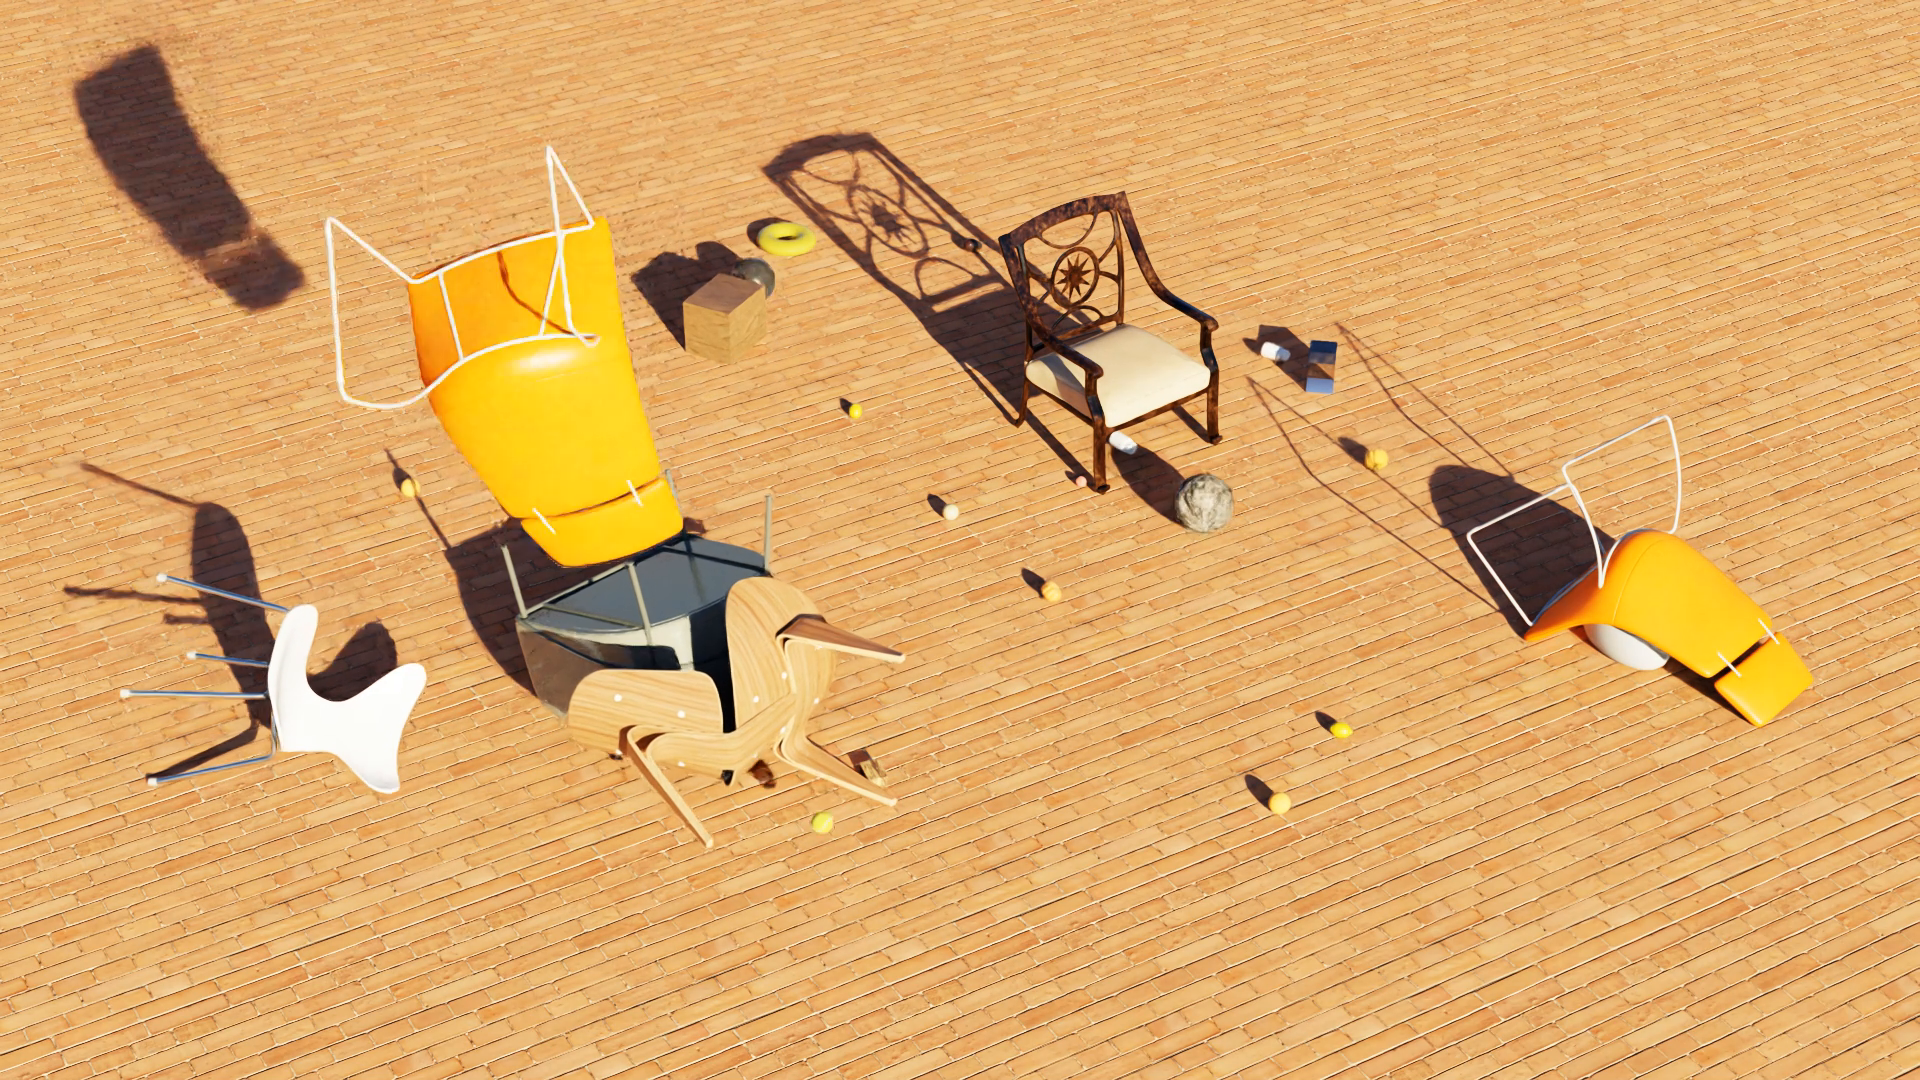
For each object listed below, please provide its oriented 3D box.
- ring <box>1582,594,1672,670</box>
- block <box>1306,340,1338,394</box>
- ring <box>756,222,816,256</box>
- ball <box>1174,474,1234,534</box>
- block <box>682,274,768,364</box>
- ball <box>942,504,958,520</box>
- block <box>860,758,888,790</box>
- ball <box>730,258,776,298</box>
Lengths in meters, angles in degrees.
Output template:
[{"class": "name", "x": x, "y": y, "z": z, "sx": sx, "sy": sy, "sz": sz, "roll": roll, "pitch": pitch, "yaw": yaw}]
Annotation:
[{"class": "ring", "x": 2.346, "y": 0.320, "z": 10.320, "sx": 0.218, "sy": 0.157, "sz": 0.387, "roll": -18, "pitch": 36, "yaw": -27}, {"class": "block", "x": 1.466, "y": -0.702, "z": 11.886, "sx": 0.109, "sy": 0.136, "sz": 0.189, "roll": 5, "pitch": 34, "yaw": 8}, {"class": "ring", "x": -0.763, "y": -1.324, "z": 12.897, "sx": 0.257, "sy": 0.063, "sz": 0.272, "roll": -27, "pitch": 42, "yaw": -36}, {"class": "ball", "x": 0.911, "y": -0.135, "z": 10.944, "sx": 0.226, "sy": 0.226, "sz": 0.226, "roll": 0, "pitch": 33, "yaw": 0}, {"class": "block", "x": -0.969, "y": -0.915, "z": 12.116, "sx": 0.220, "sy": 0.238, "sz": 0.284, "roll": 16, "pitch": 37, "yaw": 23}, {"class": "ball", "x": -0.036, "y": -0.106, "z": 11.046, "sx": 0.064, "sy": 0.064, "sz": 0.064, "roll": 0, "pitch": 33, "yaw": 0}, {"class": "block", "x": -0.287, "y": 0.776, "z": 9.732, "sx": 0.066, "sy": 0.038, "sz": 0.102, "roll": -10, "pitch": 35, "yaw": -15}, {"class": "ball", "x": -0.880, "y": -1.101, "z": 12.436, "sx": 0.197, "sy": 0.197, "sz": 0.197, "roll": 0, "pitch": 33, "yaw": 0}]
